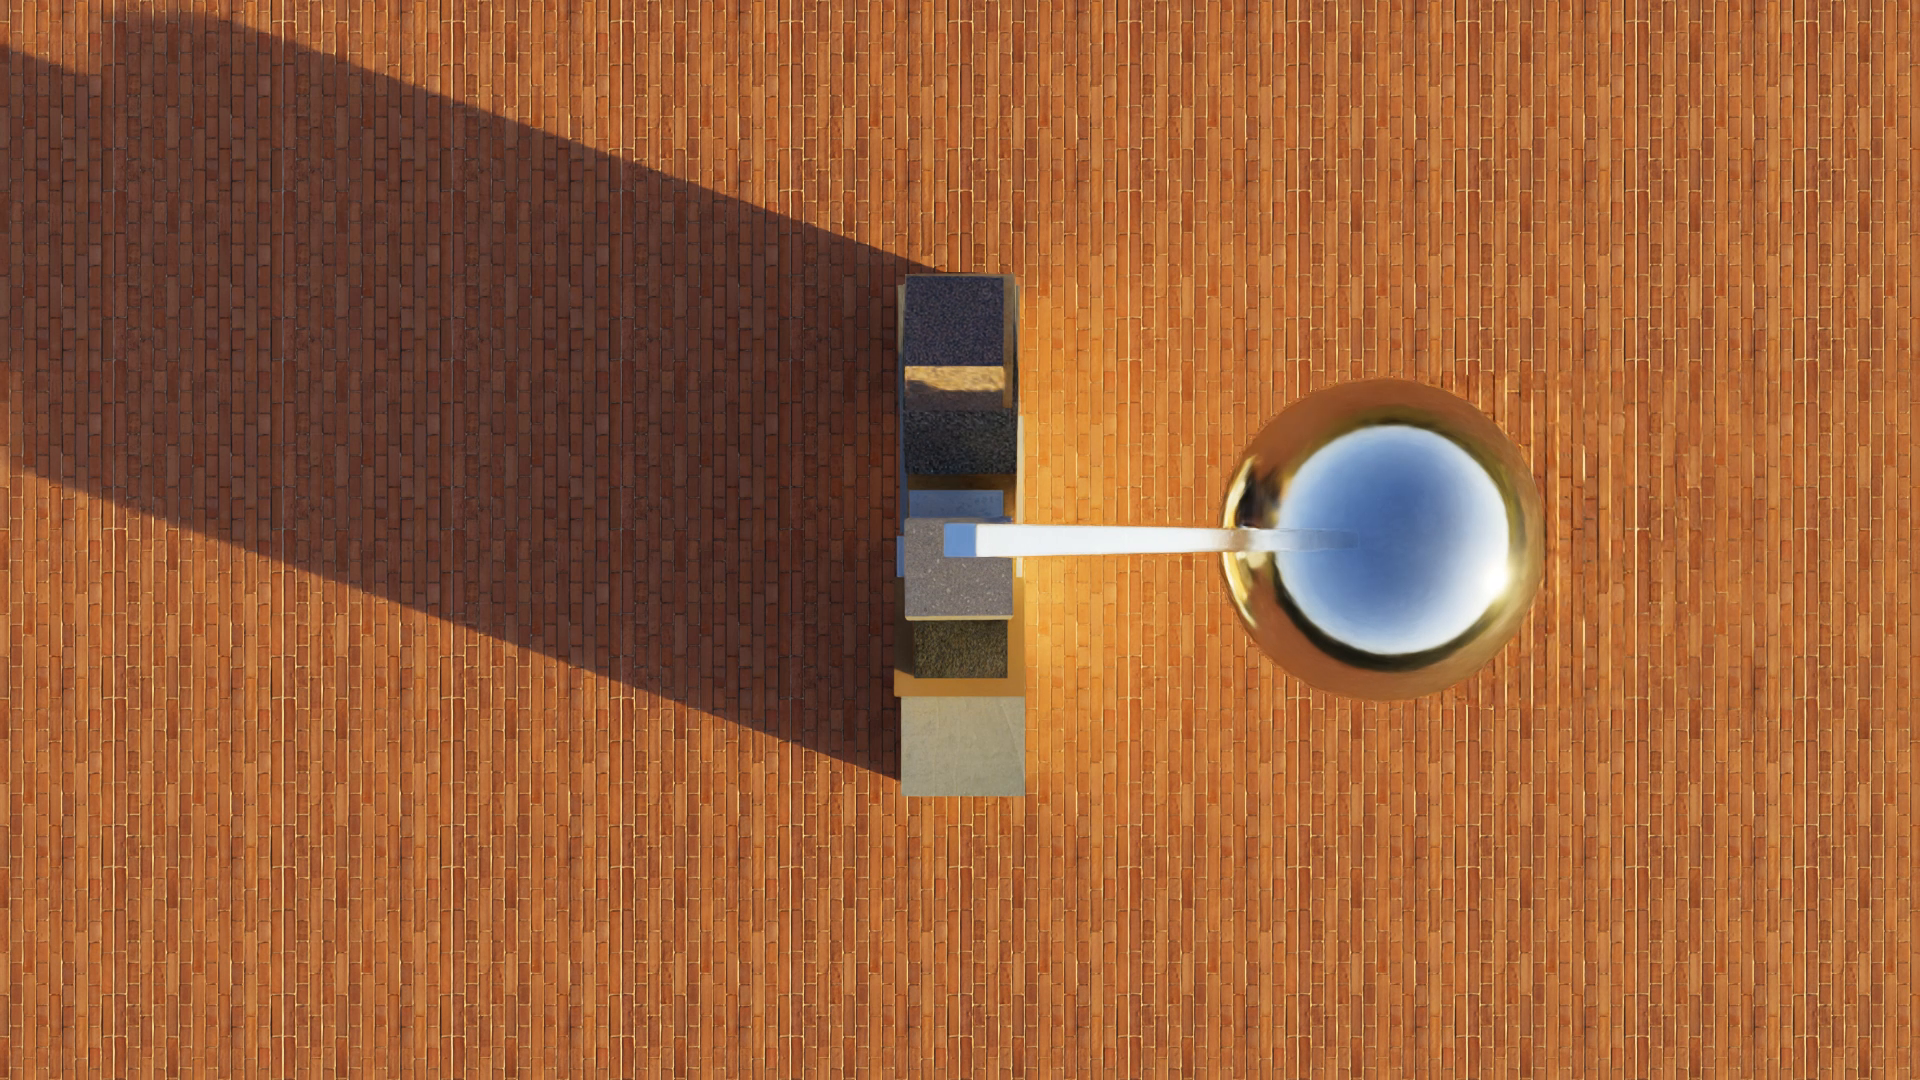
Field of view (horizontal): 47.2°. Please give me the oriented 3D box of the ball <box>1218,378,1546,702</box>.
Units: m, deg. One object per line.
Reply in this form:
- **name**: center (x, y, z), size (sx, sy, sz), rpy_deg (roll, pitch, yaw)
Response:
- **ball**: center (2.074, 0.000, 10.875), size (1.600, 1.600, 1.600), rpy_deg (0, 90, 0)

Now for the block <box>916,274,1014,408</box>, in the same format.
- **block**: center (0.024, -0.988, 10.952), size (0.478, 0.467, 0.489), rpy_deg (1, 64, 1)

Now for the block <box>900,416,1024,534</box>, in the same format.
- **block**: center (0.008, -0.366, 12.655), size (0.690, 0.690, 0.665), rpy_deg (0, 90, 0)

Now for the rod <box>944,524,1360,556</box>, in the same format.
- **rod**: center (0.899, 0.000, 7.685), size (0.080, 5.200, 0.080), rpy_deg (0, 90, 20)

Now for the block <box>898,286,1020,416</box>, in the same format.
- **block**: center (-0.006, -1.071, 12.688), size (0.683, 0.623, 0.726), rpy_deg (0, 90, 0)

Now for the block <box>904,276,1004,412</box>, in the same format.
- **block**: center (-0.024, -0.926, 10.418), size (0.457, 0.445, 0.475), rpy_deg (0, 66, 1)

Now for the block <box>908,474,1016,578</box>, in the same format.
- **block**: center (0.010, -0.110, 11.978), size (0.576, 0.646, 0.633), rpy_deg (0, 88, 0)

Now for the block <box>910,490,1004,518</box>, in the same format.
- **block**: center (-0.018, 0.011, 11.359), size (0.474, 0.563, 0.484), rpy_deg (0, 86, 0)

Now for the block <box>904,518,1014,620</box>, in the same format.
- **block**: center (-0.006, 0.147, 10.806), size (0.519, 0.521, 0.473), rpy_deg (-1, 86, 0)

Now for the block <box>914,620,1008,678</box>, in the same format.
- **block**: center (0.004, 0.494, 11.383), size (0.476, 0.463, 0.436), rpy_deg (0, 87, 0)

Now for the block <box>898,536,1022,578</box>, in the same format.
- **block**: center (-0.002, 0.342, 12.666), size (0.702, 0.669, 0.731), rpy_deg (0, 90, 0)

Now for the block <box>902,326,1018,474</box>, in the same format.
- **block**: center (0.003, -0.738, 11.530), size (0.588, 0.558, 0.581), rpy_deg (0, 122, 0)

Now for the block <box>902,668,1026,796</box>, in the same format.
- **block**: center (0.018, 1.076, 12.654), size (0.694, 0.692, 0.717), rpy_deg (0, 90, 0)

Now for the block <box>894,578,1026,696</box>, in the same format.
- **block**: center (-0.002, 0.528, 11.965), size (0.690, 0.704, 0.631), rpy_deg (0, 87, 0)
